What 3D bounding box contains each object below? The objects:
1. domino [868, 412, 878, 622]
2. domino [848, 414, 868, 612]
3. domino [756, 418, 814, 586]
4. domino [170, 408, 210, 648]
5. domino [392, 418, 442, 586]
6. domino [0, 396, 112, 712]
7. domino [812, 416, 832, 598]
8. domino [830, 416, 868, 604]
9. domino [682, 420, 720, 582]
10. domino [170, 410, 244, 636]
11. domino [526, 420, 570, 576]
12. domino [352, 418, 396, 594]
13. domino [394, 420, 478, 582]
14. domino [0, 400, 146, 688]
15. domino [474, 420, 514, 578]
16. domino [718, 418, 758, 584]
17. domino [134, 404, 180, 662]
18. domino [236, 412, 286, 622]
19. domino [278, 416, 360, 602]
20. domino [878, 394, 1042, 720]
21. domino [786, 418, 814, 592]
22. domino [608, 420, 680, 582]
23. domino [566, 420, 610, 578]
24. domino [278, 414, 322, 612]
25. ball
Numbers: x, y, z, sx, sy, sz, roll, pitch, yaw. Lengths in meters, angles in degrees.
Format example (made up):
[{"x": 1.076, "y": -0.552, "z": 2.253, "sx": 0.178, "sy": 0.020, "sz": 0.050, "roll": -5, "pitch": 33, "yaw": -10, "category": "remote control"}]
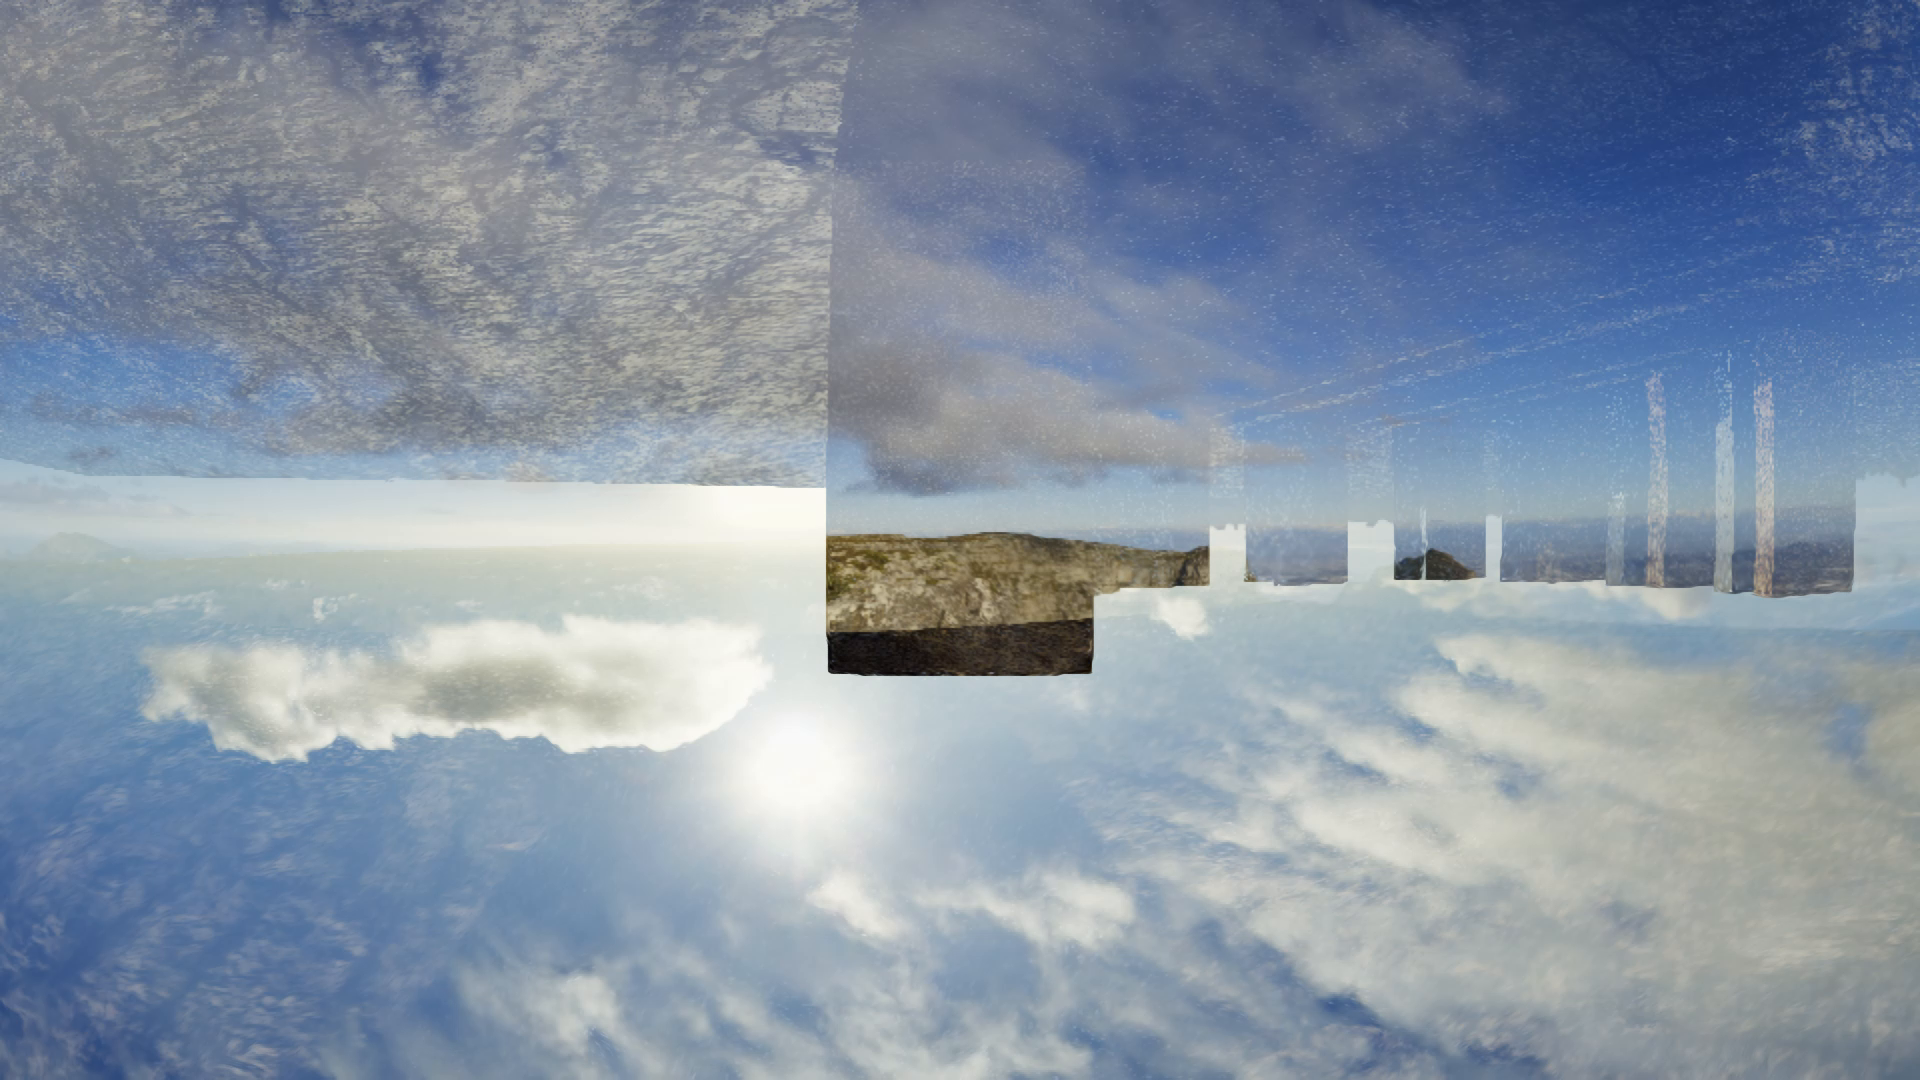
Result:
[{"x": -0.009, "y": -0.006, "z": 0.312, "sx": 0.025, "sy": 0.050, "sz": 0.010, "roll": -1, "pitch": 4, "yaw": -14, "category": "domino"}, {"x": -0.015, "y": -0.007, "z": 0.333, "sx": 0.025, "sy": 0.050, "sz": 0.009, "roll": -1, "pitch": 5, "yaw": -19, "category": "domino"}, {"x": -0.049, "y": -0.012, "z": 0.393, "sx": 0.009, "sy": 0.050, "sz": 0.025, "roll": 4, "pitch": 6, "yaw": 41, "category": "domino"}, {"x": -0.173, "y": -0.003, "z": 0.268, "sx": 0.025, "sy": 0.050, "sz": 0.009, "roll": -1, "pitch": 4, "yaw": -11, "category": "domino"}, {"x": -0.172, "y": -0.012, "z": 0.391, "sx": 0.025, "sy": 0.050, "sz": 0.010, "roll": 1, "pitch": 5, "yaw": 19, "category": "domino"}, {"x": -0.154, "y": 0.002, "z": 0.207, "sx": 0.025, "sy": 0.050, "sz": 0.010, "roll": -2, "pitch": 5, "yaw": -20, "category": "domino"}, {"x": -0.028, "y": -0.010, "z": 0.363, "sx": 0.025, "sy": 0.050, "sz": 0.010, "roll": -2, "pitch": 5, "yaw": -27, "category": "domino"}, {"x": -0.022, "y": -0.009, "z": 0.349, "sx": 0.025, "sy": 0.050, "sz": 0.010, "roll": -2, "pitch": 5, "yaw": -23, "category": "domino"}, {"x": -0.080, "y": -0.013, "z": 0.409, "sx": 0.009, "sy": 0.050, "sz": 0.025, "roll": 0, "pitch": 4, "yaw": 3, "category": "domino"}, {"x": -0.176, "y": -0.004, "z": 0.287, "sx": 0.025, "sy": 0.050, "sz": 0.010, "roll": -1, "pitch": 4, "yaw": -8, "category": "domino"}, {"x": -0.131, "y": -0.014, "z": 0.422, "sx": 0.009, "sy": 0.050, "sz": 0.025, "roll": 1, "pitch": 4, "yaw": 10, "category": "domino"}, {"x": -0.177, "y": -0.010, "z": 0.370, "sx": 0.025, "sy": 0.050, "sz": 0.009, "roll": 1, "pitch": 4, "yaw": 9, "category": "domino"}, {"x": -0.166, "y": -0.013, "z": 0.406, "sx": 0.025, "sy": 0.050, "sz": 0.009, "roll": 2, "pitch": 5, "yaw": 29, "category": "domino"}, {"x": -0.162, "y": 0.000, "z": 0.229, "sx": 0.025, "sy": 0.050, "sz": 0.010, "roll": -1, "pitch": 5, "yaw": -19, "category": "domino"}, {"x": -0.154, "y": -0.014, "z": 0.420, "sx": 0.010, "sy": 0.050, "sz": 0.025, "roll": -3, "pitch": 5, "yaw": -33, "category": "domino"}, {"x": -0.064, "y": -0.013, "z": 0.403, "sx": 0.010, "sy": 0.050, "sz": 0.025, "roll": 2, "pitch": 5, "yaw": 29, "category": "domino"}, {"x": -0.169, "y": -0.001, "z": 0.250, "sx": 0.025, "sy": 0.050, "sz": 0.010, "roll": -1, "pitch": 4, "yaw": -16, "category": "domino"}, {"x": -0.179, "y": -0.006, "z": 0.310, "sx": 0.025, "sy": 0.050, "sz": 0.010, "roll": 0, "pitch": 4, "yaw": -5, "category": "domino"}, {"x": -0.179, "y": -0.009, "z": 0.350, "sx": 0.025, "sy": 0.050, "sz": 0.009, "roll": 0, "pitch": 4, "yaw": 3, "category": "domino"}, {"x": 0.000, "y": 0.002, "z": 0.201, "sx": 0.025, "sy": 0.050, "sz": 0.010, "roll": 0, "pitch": 4, "yaw": 0, "category": "domino"}, {"x": -0.038, "y": -0.011, "z": 0.380, "sx": 0.025, "sy": 0.050, "sz": 0.010, "roll": -3, "pitch": 5, "yaw": -35, "category": "domino"}, {"x": -0.101, "y": -0.013, "z": 0.410, "sx": 0.010, "sy": 0.050, "sz": 0.025, "roll": 2, "pitch": 5, "yaw": 19, "category": "domino"}, {"x": -0.114, "y": -0.014, "z": 0.416, "sx": 0.010, "sy": 0.050, "sz": 0.025, "roll": 2, "pitch": 5, "yaw": 28, "category": "domino"}, {"x": -0.180, "y": -0.007, "z": 0.330, "sx": 0.025, "sy": 0.050, "sz": 0.010, "roll": 0, "pitch": 4, "yaw": -1, "category": "domino"}, {"x": 0.000, "y": -0.002, "z": 0.056, "sx": 0.080, "sy": 0.080, "sz": 0.080, "roll": 0, "pitch": 4, "yaw": 0, "category": "ball"}]
